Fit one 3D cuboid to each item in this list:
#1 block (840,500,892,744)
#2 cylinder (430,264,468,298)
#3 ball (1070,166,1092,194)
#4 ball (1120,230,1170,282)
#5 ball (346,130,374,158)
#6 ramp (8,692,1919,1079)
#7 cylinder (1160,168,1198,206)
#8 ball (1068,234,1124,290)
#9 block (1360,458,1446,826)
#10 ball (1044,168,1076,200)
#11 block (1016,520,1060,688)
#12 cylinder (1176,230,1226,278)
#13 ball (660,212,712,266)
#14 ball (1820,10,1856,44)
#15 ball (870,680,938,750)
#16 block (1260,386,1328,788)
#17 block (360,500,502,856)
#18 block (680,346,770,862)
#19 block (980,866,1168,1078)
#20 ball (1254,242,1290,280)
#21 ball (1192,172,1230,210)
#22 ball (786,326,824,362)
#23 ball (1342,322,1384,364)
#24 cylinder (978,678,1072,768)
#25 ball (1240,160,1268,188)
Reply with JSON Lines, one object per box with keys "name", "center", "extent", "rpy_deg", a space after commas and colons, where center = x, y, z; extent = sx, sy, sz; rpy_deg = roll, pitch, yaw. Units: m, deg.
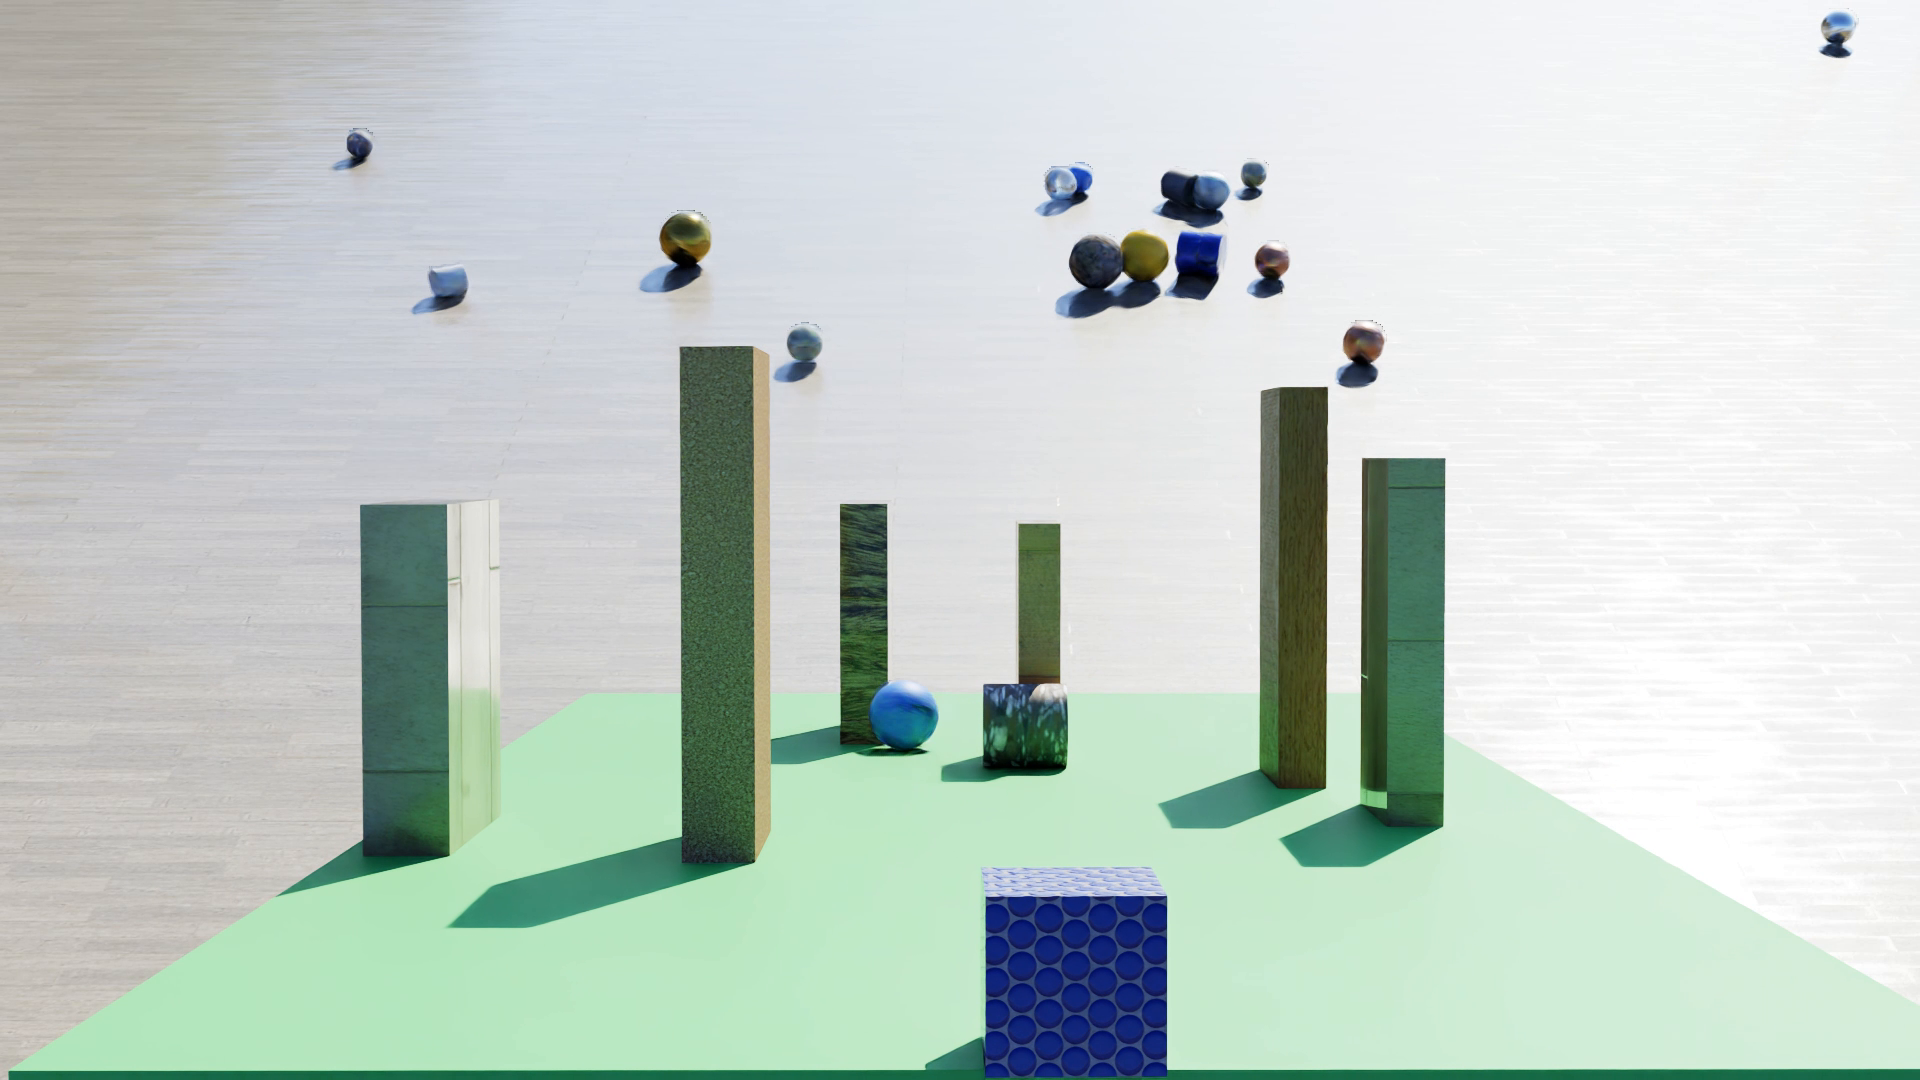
{"name": "block", "center": [-0.201, 0.169, 5.601], "extent": [0.100, 0.504, 0.427], "rpy_deg": [0, 2, 0]}
{"name": "cylinder", "center": [-1.908, -0.965, 9.613], "extent": [0.111, 0.111, 0.111], "rpy_deg": [-14, 28, -28]}
{"name": "ball", "center": [0.499, -1.515, 10.815], "extent": [0.117, 0.117, 0.117], "rpy_deg": [0, 24, 0]}
{"name": "ball", "center": [0.696, -1.077, 9.755], "extent": [0.199, 0.199, 0.199], "rpy_deg": [0, 24, 0]}
{"name": "ball", "center": [-2.634, -1.736, 11.300], "extent": [0.118, 0.118, 0.118], "rpy_deg": [0, 24, 0]}
{"name": "ramp", "center": [0.056, 0.507, 4.550], "extent": [2.000, 0.100, 4.000], "rpy_deg": [0, 2, 0]}
{"name": "cylinder", "center": [0.922, -1.463, 10.686], "extent": [0.130, 0.130, 0.130], "rpy_deg": [-20, 31, -37]}
{"name": "ball", "center": [0.512, -1.044, 9.672], "extent": [0.207, 0.207, 0.207], "rpy_deg": [0, 24, 0]}
{"name": "block", "center": [0.743, 0.163, 4.334], "extent": [0.093, 0.601, 0.277], "rpy_deg": [0, 2, 0]}
{"name": "ball", "center": [0.417, -1.480, 10.714], "extent": [0.137, 0.137, 0.137], "rpy_deg": [0, 24, 0]}
{"name": "block", "center": [0.157, 0.198, 5.215], "extent": [0.084, 0.471, 0.248], "rpy_deg": [0, 2, 0]}
{"name": "cylinder", "center": [0.920, -1.091, 9.824], "extent": [0.163, 0.163, 0.163], "rpy_deg": [8, 26, 16]}
{"name": "ball", "center": [-1.056, -1.160, 9.928], "extent": [0.205, 0.205, 0.205], "rpy_deg": [0, 24, 0]}
{"name": "ball", "center": [4.495, -2.625, 13.186], "extent": [0.176, 0.176, 0.176], "rpy_deg": [0, 24, 0]}
{"name": "ball", "center": [-0.115, 0.360, 5.302], "extent": [0.143, 0.143, 0.143], "rpy_deg": [0, 24, 0]}
{"name": "block", "center": [0.622, 0.082, 4.817], "extent": [0.088, 0.729, 0.294], "rpy_deg": [0, 2, 0]}
{"name": "block", "center": [-0.839, 0.205, 4.113], "extent": [0.132, 0.533, 0.439], "rpy_deg": [0, 2, 0]}
{"name": "block", "center": [-0.360, 0.091, 3.989], "extent": [0.109, 0.768, 0.328], "rpy_deg": [0, 2, 0]}
{"name": "block", "center": [0.112, 0.433, 2.605], "extent": [0.178, 0.178, 0.178], "rpy_deg": [0, 2, -1]}
{"name": "ball", "center": [1.186, -1.060, 9.790], "extent": [0.138, 0.138, 0.138], "rpy_deg": [0, 24, 0]}
{"name": "ball", "center": [1.034, -1.437, 10.597], "extent": [0.155, 0.155, 0.155], "rpy_deg": [0, 24, 0]}
{"name": "ball", "center": [-0.540, -0.684, 8.975], "extent": [0.129, 0.129, 0.129], "rpy_deg": [0, 24, 0]}
{"name": "ball", "center": [1.401, -0.683, 8.949], "extent": [0.148, 0.148, 0.148], "rpy_deg": [0, 24, 0]}
{"name": "cylinder", "center": [0.126, 0.360, 5.016], "extent": [0.162, 0.162, 0.162], "rpy_deg": [8, 25, 1]}
{"name": "ball", "center": [1.240, -1.546, 10.884], "extent": [0.117, 0.117, 0.117], "rpy_deg": [0, 24, 0]}
